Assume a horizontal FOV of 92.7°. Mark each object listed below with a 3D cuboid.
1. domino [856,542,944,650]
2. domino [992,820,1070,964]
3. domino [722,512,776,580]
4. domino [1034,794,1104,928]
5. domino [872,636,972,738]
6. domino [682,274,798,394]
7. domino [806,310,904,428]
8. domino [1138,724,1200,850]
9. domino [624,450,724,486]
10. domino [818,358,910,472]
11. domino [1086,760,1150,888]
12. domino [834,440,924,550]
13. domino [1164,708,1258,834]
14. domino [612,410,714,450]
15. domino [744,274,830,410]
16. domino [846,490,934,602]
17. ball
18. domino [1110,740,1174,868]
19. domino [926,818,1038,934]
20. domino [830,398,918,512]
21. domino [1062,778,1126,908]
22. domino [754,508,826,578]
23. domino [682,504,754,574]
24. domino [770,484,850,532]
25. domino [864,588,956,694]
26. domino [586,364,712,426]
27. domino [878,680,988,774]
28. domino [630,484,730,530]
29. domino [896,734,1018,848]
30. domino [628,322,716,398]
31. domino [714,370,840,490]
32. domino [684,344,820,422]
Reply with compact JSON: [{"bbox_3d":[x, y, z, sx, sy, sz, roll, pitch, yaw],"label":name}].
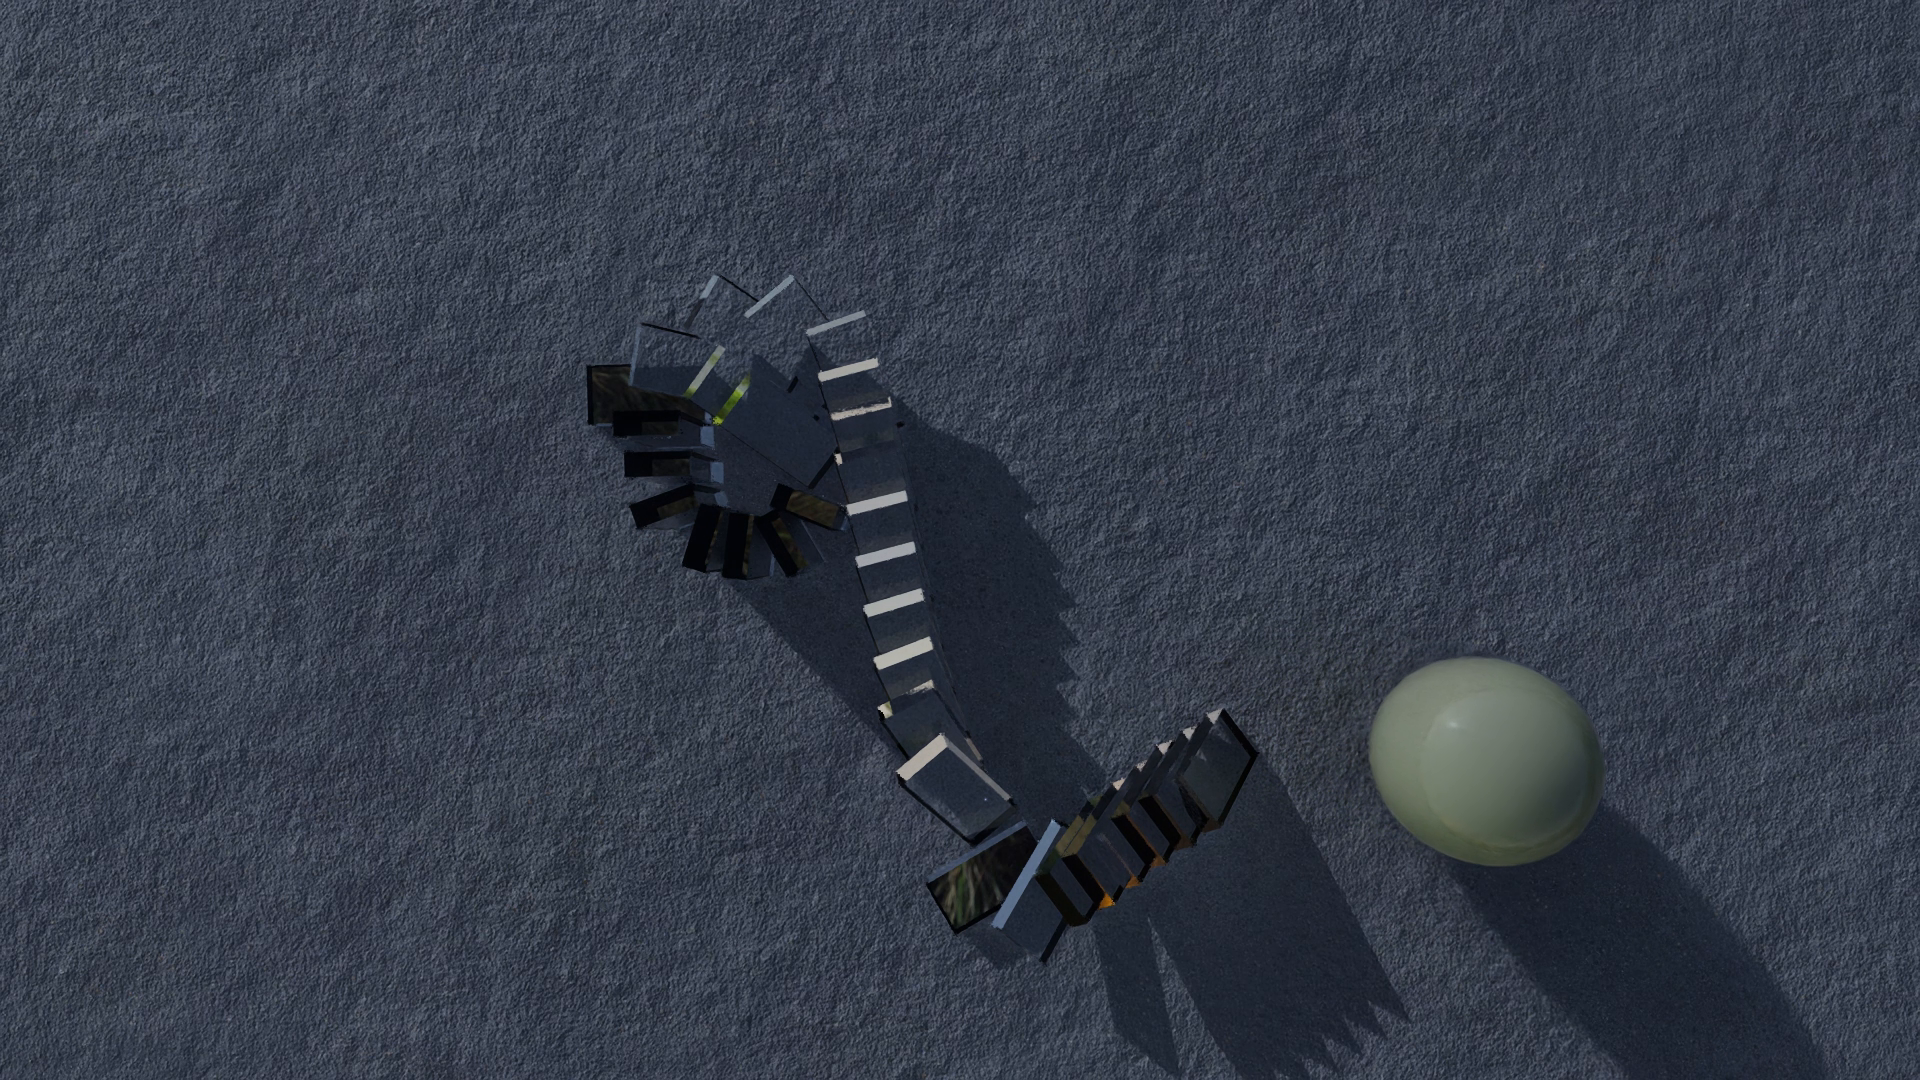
[{"bbox_3d":[-0.025,0.027,0.384,0.025,0.010,0.050,-15,119,0],"label":"domino"},{"bbox_3d":[0.037,0.146,0.383,0.025,0.010,0.050,42,66,-13],"label":"domino"},{"bbox_3d":[-0.085,0.002,0.375,0.010,0.050,0.025,7,90,0],"label":"domino"},{"bbox_3d":[0.053,0.131,0.378,0.025,0.050,0.010,53,132,0],"label":"domino"},{"bbox_3d":[-0.015,0.066,0.384,0.025,0.009,0.050,-21,119,0],"label":"domino"},{"bbox_3d":[-0.086,-0.085,0.382,0.050,0.010,0.025,31,88,-35],"label":"domino"},{"bbox_3d":[-0.043,-0.067,0.383,0.025,0.009,0.050,-19,120,0],"label":"domino"},{"bbox_3d":[0.094,0.101,0.378,0.010,0.050,0.025,-37,90,42],"label":"domino"},{"bbox_3d":[-0.116,-0.029,0.375,0.025,0.050,0.009,-2,90,0],"label":"domino"},{"bbox_3d":[-0.040,-0.048,0.382,0.025,0.010,0.050,-15,124,0],"label":"domino"},{"bbox_3d":[0.073,0.116,0.378,0.009,0.050,0.025,-37,90,42],"label":"domino"},{"bbox_3d":[-0.033,-0.015,0.382,0.025,0.010,0.050,-15,124,0],"label":"domino"},{"bbox_3d":[0.105,0.094,0.378,0.009,0.050,0.025,-37,90,42],"label":"domino"},{"bbox_3d":[-0.120,-0.045,0.375,0.025,0.050,0.009,-1,90,0],"label":"domino"},{"bbox_3d":[-0.063,-0.082,0.382,0.025,0.009,0.050,-40,122,-2],"label":"domino"},{"bbox_3d":[-0.029,0.006,0.383,0.025,0.009,0.050,-14,120,-1],"label":"domino"},{"bbox_3d":[0.204,0.086,0.360,0.080,0.080,0.080,0,90,0],"label":"ball"},{"bbox_3d":[0.083,0.108,0.378,0.025,0.050,0.009,53,132,-1],"label":"domino"},{"bbox_3d":[0.013,0.145,0.395,0.050,0.009,0.025,-31,90,0],"label":"domino"},{"bbox_3d":[-0.035,-0.032,0.382,0.025,0.009,0.050,-14,124,-1],"label":"domino"},{"bbox_3d":[0.063,0.124,0.378,0.009,0.050,0.025,-37,90,42],"label":"domino"},{"bbox_3d":[-0.068,0.001,0.375,0.009,0.050,0.025,-31,90,0],"label":"domino"},{"bbox_3d":[-0.098,-0.001,0.375,0.010,0.050,0.025,17,90,0],"label":"domino"},{"bbox_3d":[-0.060,-0.013,0.375,0.025,0.050,0.009,22,90,0],"label":"domino"},{"bbox_3d":[-0.021,0.046,0.384,0.025,0.009,0.050,-17,119,1],"label":"domino"},{"bbox_3d":[-0.134,-0.063,0.395,0.050,0.009,0.025,-2,90,0],"label":"domino"},{"bbox_3d":[-0.011,0.084,0.383,0.025,0.010,0.050,-27,119,4],"label":"domino"},{"bbox_3d":[-0.113,-0.013,0.375,0.025,0.050,0.010,-20,90,0],"label":"domino"},{"bbox_3d":[-0.001,0.105,0.384,0.025,0.010,0.050,-41,118,3],"label":"domino"},{"bbox_3d":[-0.110,-0.072,0.383,0.050,0.010,0.025,9,90,-31],"label":"domino"},{"bbox_3d":[-0.074,-0.045,0.381,0.050,0.010,0.025,37,89,-37],"label":"domino"},{"bbox_3d":[-0.086,-0.056,0.381,0.050,0.009,0.025,35,91,-37],"label":"domino"}]
